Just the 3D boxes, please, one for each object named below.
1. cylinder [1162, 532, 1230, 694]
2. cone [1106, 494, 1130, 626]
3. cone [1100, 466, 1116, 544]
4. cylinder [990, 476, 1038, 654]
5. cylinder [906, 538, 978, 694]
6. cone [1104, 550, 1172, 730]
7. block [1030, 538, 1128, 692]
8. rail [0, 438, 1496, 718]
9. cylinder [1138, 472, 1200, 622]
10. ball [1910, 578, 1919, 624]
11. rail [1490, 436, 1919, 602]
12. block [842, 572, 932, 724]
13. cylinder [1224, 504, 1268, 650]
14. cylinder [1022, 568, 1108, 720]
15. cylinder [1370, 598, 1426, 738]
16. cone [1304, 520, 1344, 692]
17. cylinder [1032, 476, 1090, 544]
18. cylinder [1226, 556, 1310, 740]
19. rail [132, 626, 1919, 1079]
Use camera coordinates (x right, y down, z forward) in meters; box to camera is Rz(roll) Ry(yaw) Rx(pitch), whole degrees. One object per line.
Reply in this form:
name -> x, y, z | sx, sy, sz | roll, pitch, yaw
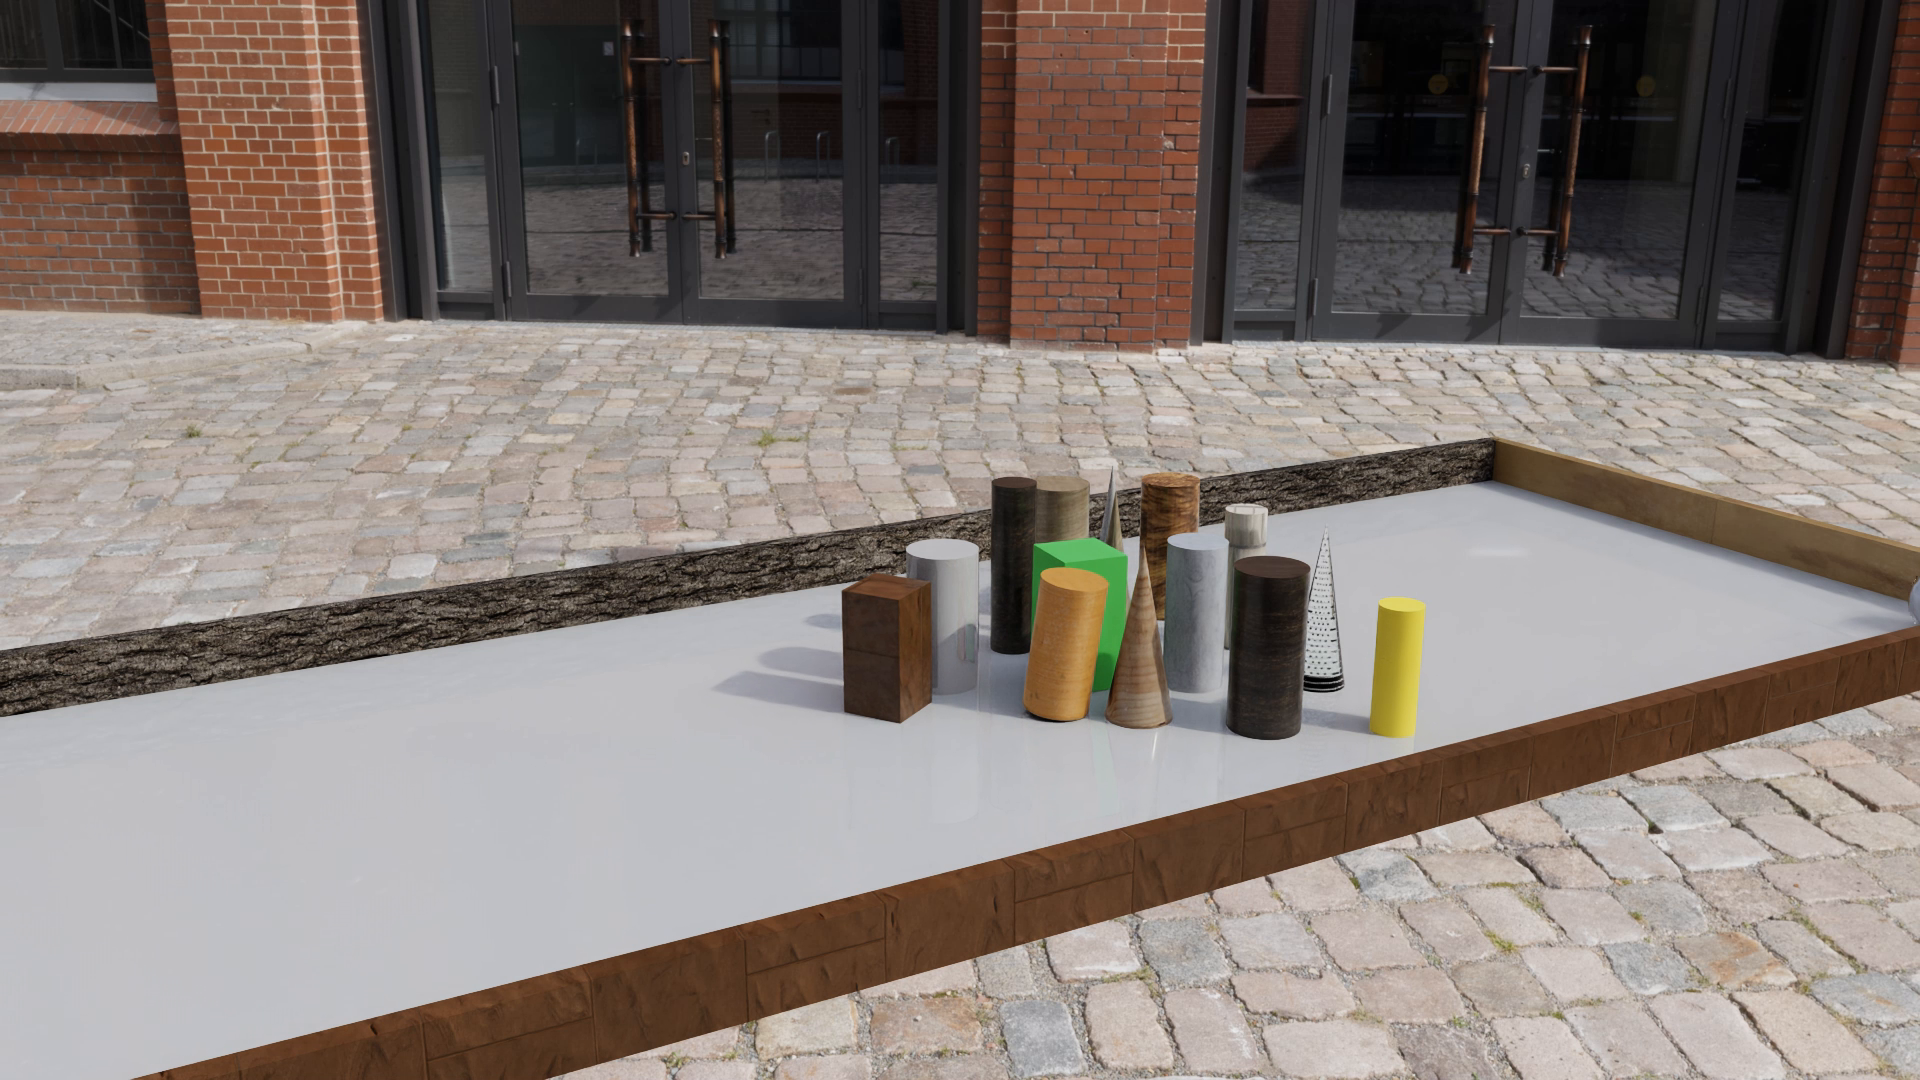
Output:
cylinder -> 0.582, 0.180, 4.086 | 0.150, 0.370, 0.150 | 0, 16, 0
cone -> 0.405, 0.073, 4.342 | 0.124, 0.432, 0.124 | 0, 16, 0
cone -> 0.445, -0.045, 4.850 | 0.106, 0.370, 0.106 | 0, 16, 0
cylinder -> 0.140, 0.068, 4.322 | 0.119, 0.452, 0.119 | 0, 16, 0
cylinder -> -0.043, 0.189, 4.095 | 0.180, 0.348, 0.180 | 0, 16, 0
cone -> 0.426, 0.215, 3.869 | 0.164, 0.425, 0.164 | 0, 16, 0
block -> 0.293, 0.189, 4.102 | 0.172, 0.342, 0.172 | -6, 17, -23
rail -> -3.305, 0.497, 3.399 | 12.000, 0.150, 0.050 | -9, 18, -27
cylinder -> 0.582, 0.018, 4.609 | 0.162, 0.386, 0.162 | 0, 16, 0
ball -> 2.673, 0.166, 4.451 | 0.191, 0.191, 0.191 | 0, 16, 0
rail -> 2.466, -0.048, 5.253 | 0.050, 0.150, 2.100 | -9, 18, -27
block -> -0.173, 0.256, 3.939 | 0.155, 0.307, 0.155 | 8, 19, 27
cylinder -> 0.747, 0.100, 4.350 | 0.109, 0.375, 0.109 | 0, 16, 0
cylinder -> 0.249, 0.246, 3.909 | 0.161, 0.327, 0.161 | 7, 18, -2
cylinder -> 1.010, 0.294, 3.808 | 0.104, 0.308, 0.104 | 0, 16, 0
cone -> 0.894, 0.155, 4.078 | 0.139, 0.423, 0.139 | 0, 16, 0
cylinder -> 0.271, 0.026, 4.593 | 0.173, 0.380, 0.173 | 0, 16, 0
cylinder -> 0.712, 0.248, 3.817 | 0.173, 0.391, 0.173 | 0, 16, 0
rail -> -2.336, 1.006, 1.665 | 12.000, 0.150, 0.050 | -9, 18, -27
